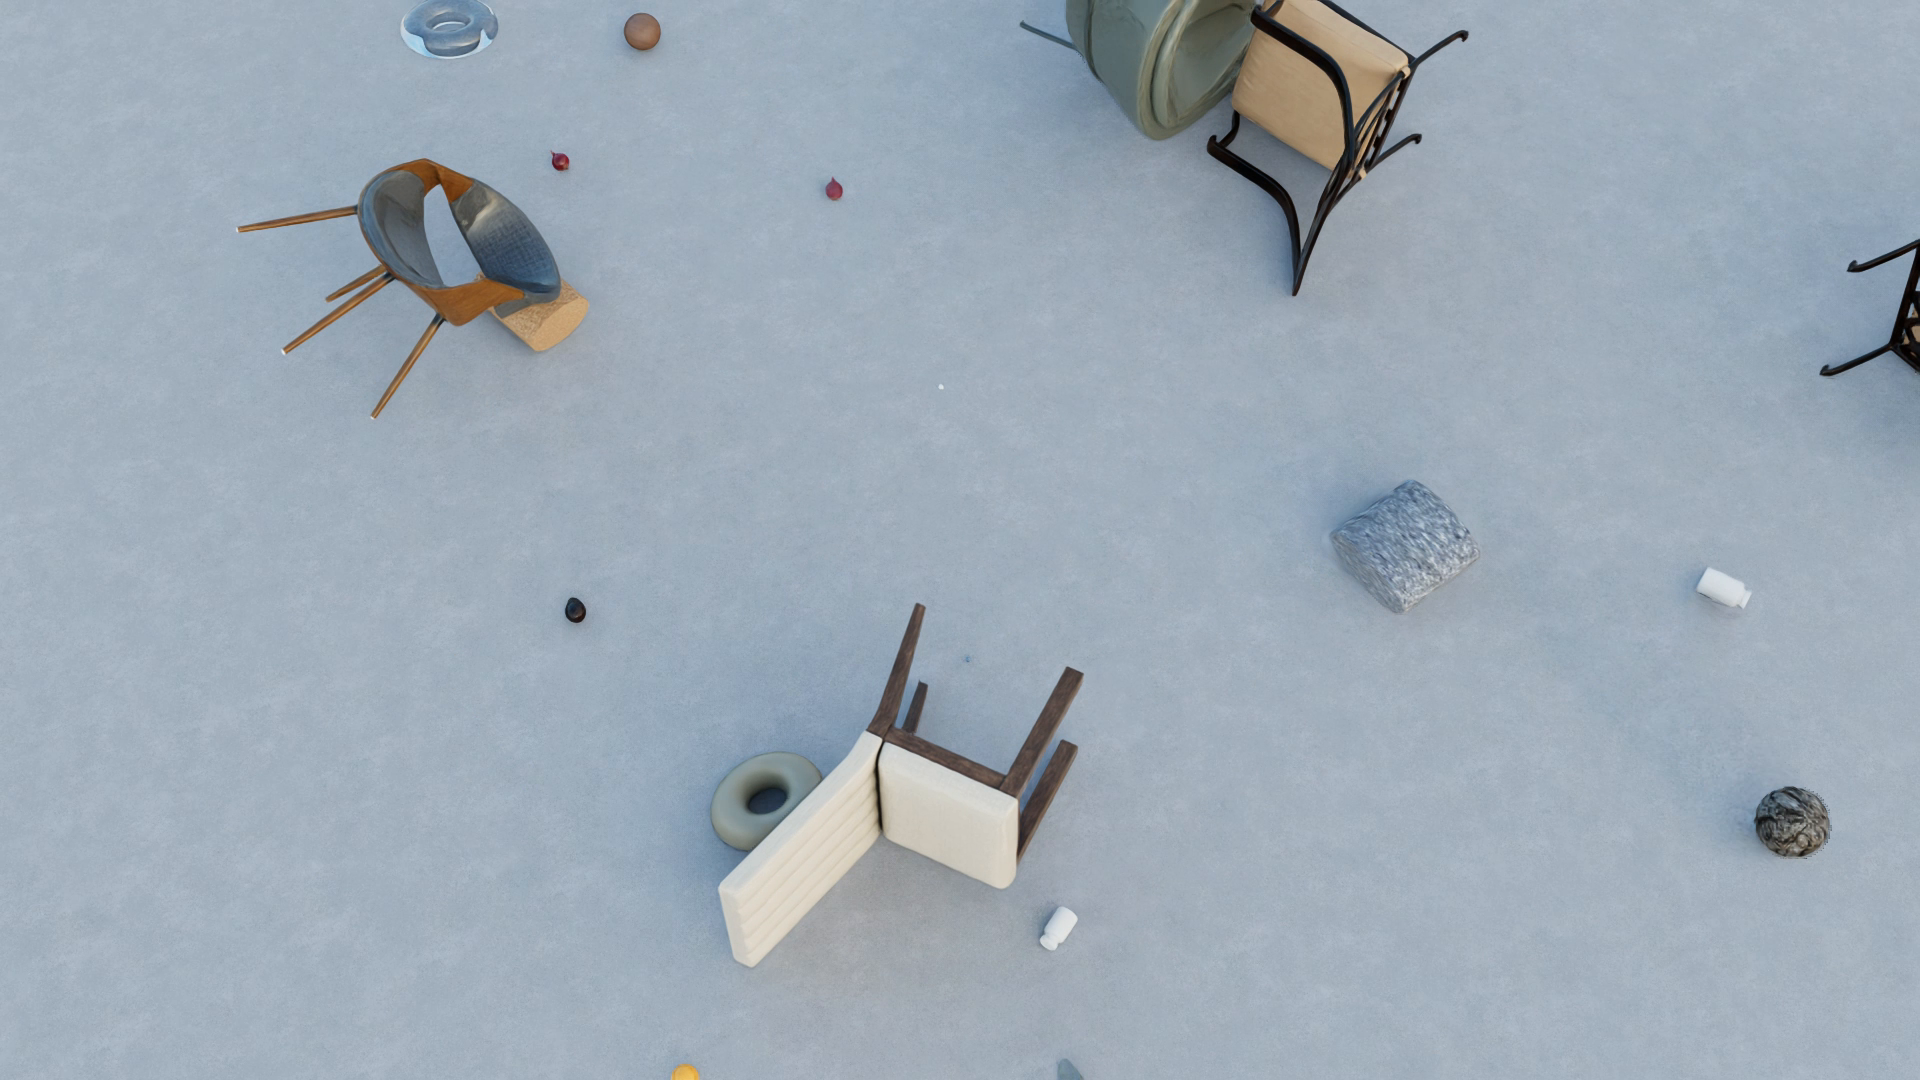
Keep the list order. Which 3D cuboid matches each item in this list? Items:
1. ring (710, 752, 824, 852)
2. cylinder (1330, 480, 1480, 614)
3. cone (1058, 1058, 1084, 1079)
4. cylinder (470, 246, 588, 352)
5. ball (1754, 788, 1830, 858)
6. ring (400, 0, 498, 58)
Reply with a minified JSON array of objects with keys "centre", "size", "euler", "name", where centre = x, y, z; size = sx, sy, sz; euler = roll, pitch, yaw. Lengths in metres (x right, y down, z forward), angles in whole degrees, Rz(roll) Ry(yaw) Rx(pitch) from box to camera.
[{"centre":[-0.526,0.715,6.016],"size":[0.330,0.133,0.262],"euler":[-28,62,-17],"name":"ring"},{"centre":[1.312,0.016,6.481],"size":[0.314,0.133,0.319],"euler":[-33,69,-20],"name":"cylinder"},{"centre":[0.301,1.384,5.627],"size":[0.052,0.070,0.127],"euler":[14,32,-35],"name":"cone"},{"centre":[-1.372,-0.771,7.006],"size":[0.312,0.141,0.235],"euler":[40,71,23],"name":"cylinder"},{"centre":[2.250,0.763,5.948],"size":[0.189,0.189,0.189],"euler":[0,56,0],"name":"ball"},{"centre":[-1.793,-1.801,7.723],"size":[0.342,0.100,0.272],"euler":[-3,55,-3],"name":"ring"}]
